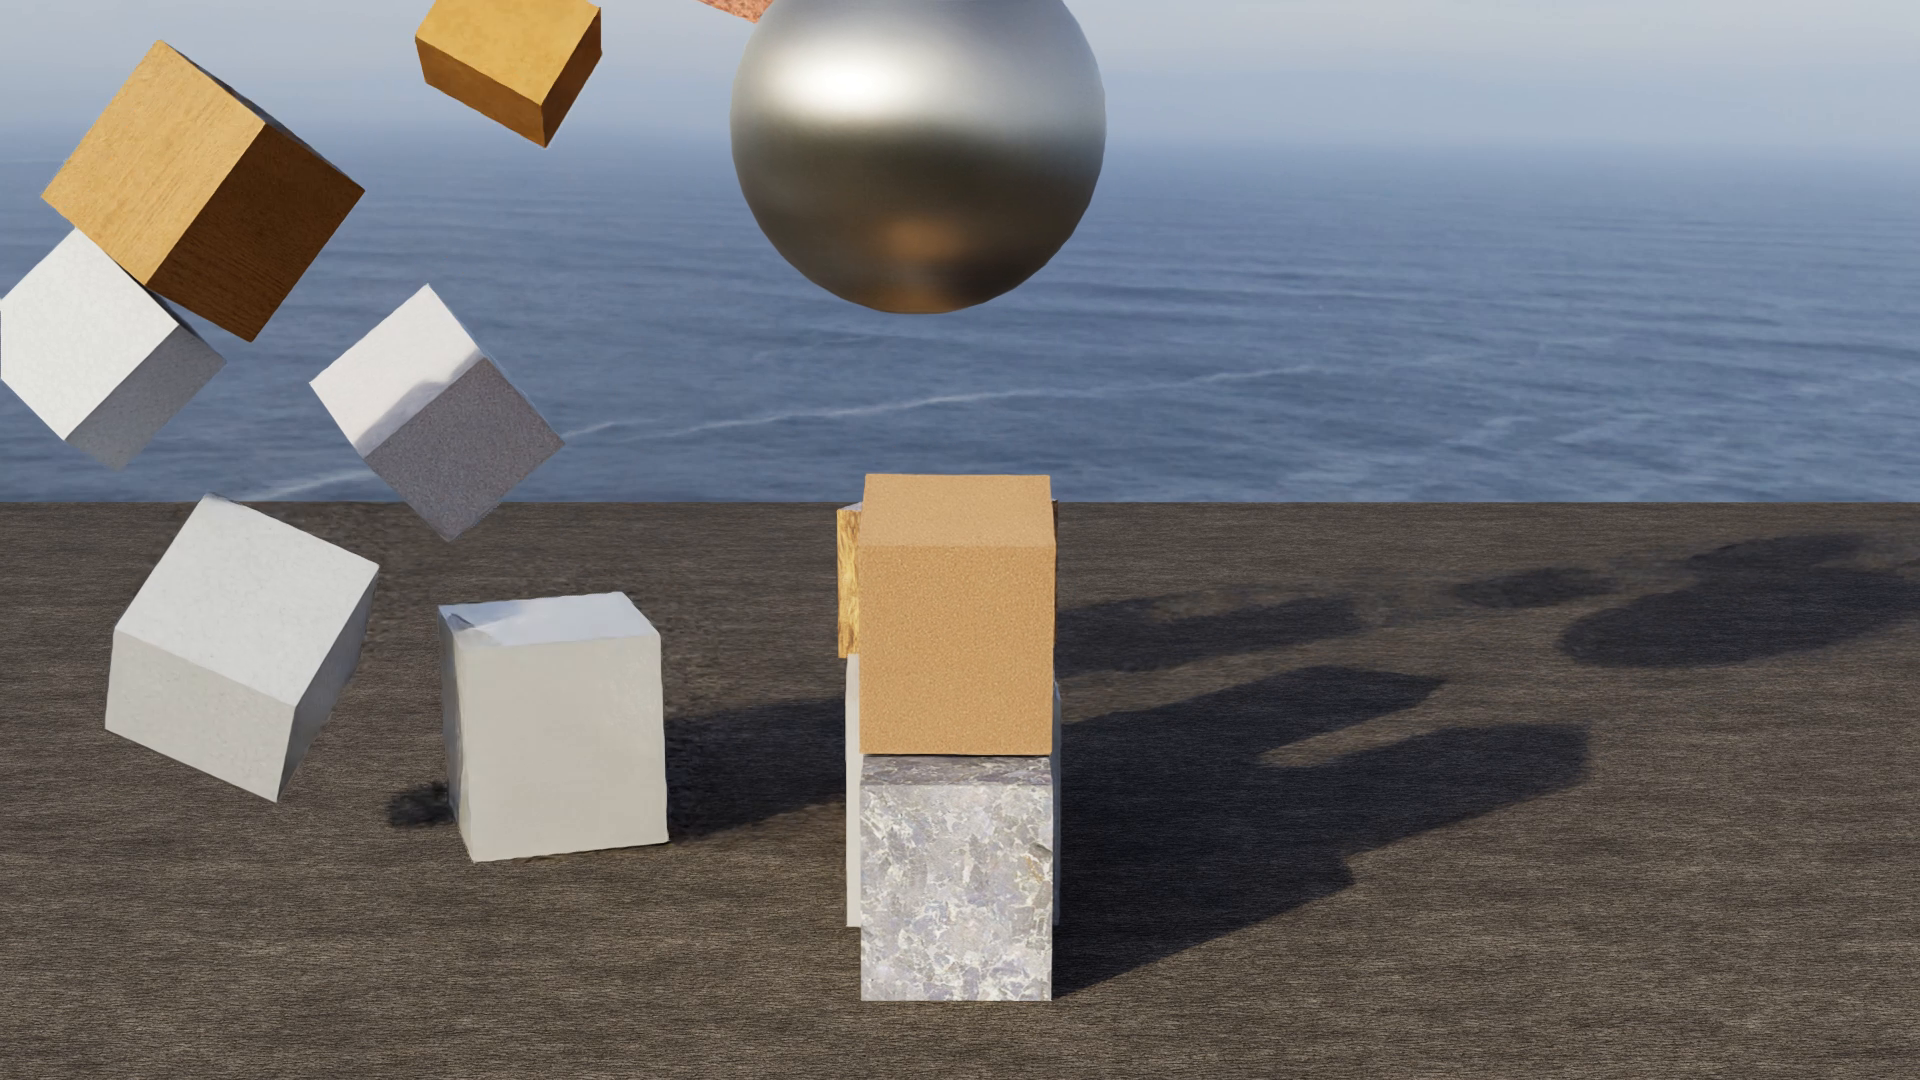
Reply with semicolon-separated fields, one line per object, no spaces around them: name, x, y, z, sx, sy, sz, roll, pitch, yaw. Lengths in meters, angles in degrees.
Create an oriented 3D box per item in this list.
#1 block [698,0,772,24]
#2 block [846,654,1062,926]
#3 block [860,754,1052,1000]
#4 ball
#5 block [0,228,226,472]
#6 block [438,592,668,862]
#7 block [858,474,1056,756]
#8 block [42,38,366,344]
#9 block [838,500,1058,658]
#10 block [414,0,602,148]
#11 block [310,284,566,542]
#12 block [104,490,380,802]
block;-0.771;-2.716;11.362;0.591;0.625;0.636;25;49;21
block;-0.041;1.057;11.050;0.887;0.967;0.871;0;10;-2
block;-0.015;1.270;10.193;0.730;0.854;0.866;0;10;0
ball;-0.177;-1.755;10.861;1.600;1.600;1.600;0;10;0
block;-3.711;-0.814;11.042;0.654;0.674;0.558;42;-6;12
block;-1.925;0.854;12.070;0.891;0.984;1.001;-4;11;-17
block;-0.014;0.286;10.286;0.752;0.873;0.826;0;21;0
block;-3.180;-1.462;10.812;0.741;0.820;0.719;37;1;25
block;-0.052;0.183;12.299;0.826;0.715;0.717;5;11;25
block;-1.945;-2.140;11.112;0.605;0.502;0.559;29;-12;-1
block;-2.642;-0.641;12.979;0.774;0.754;0.752;-41;48;-3
block;-3.221;0.479;11.512;0.832;0.810;0.853;24;49;-3
